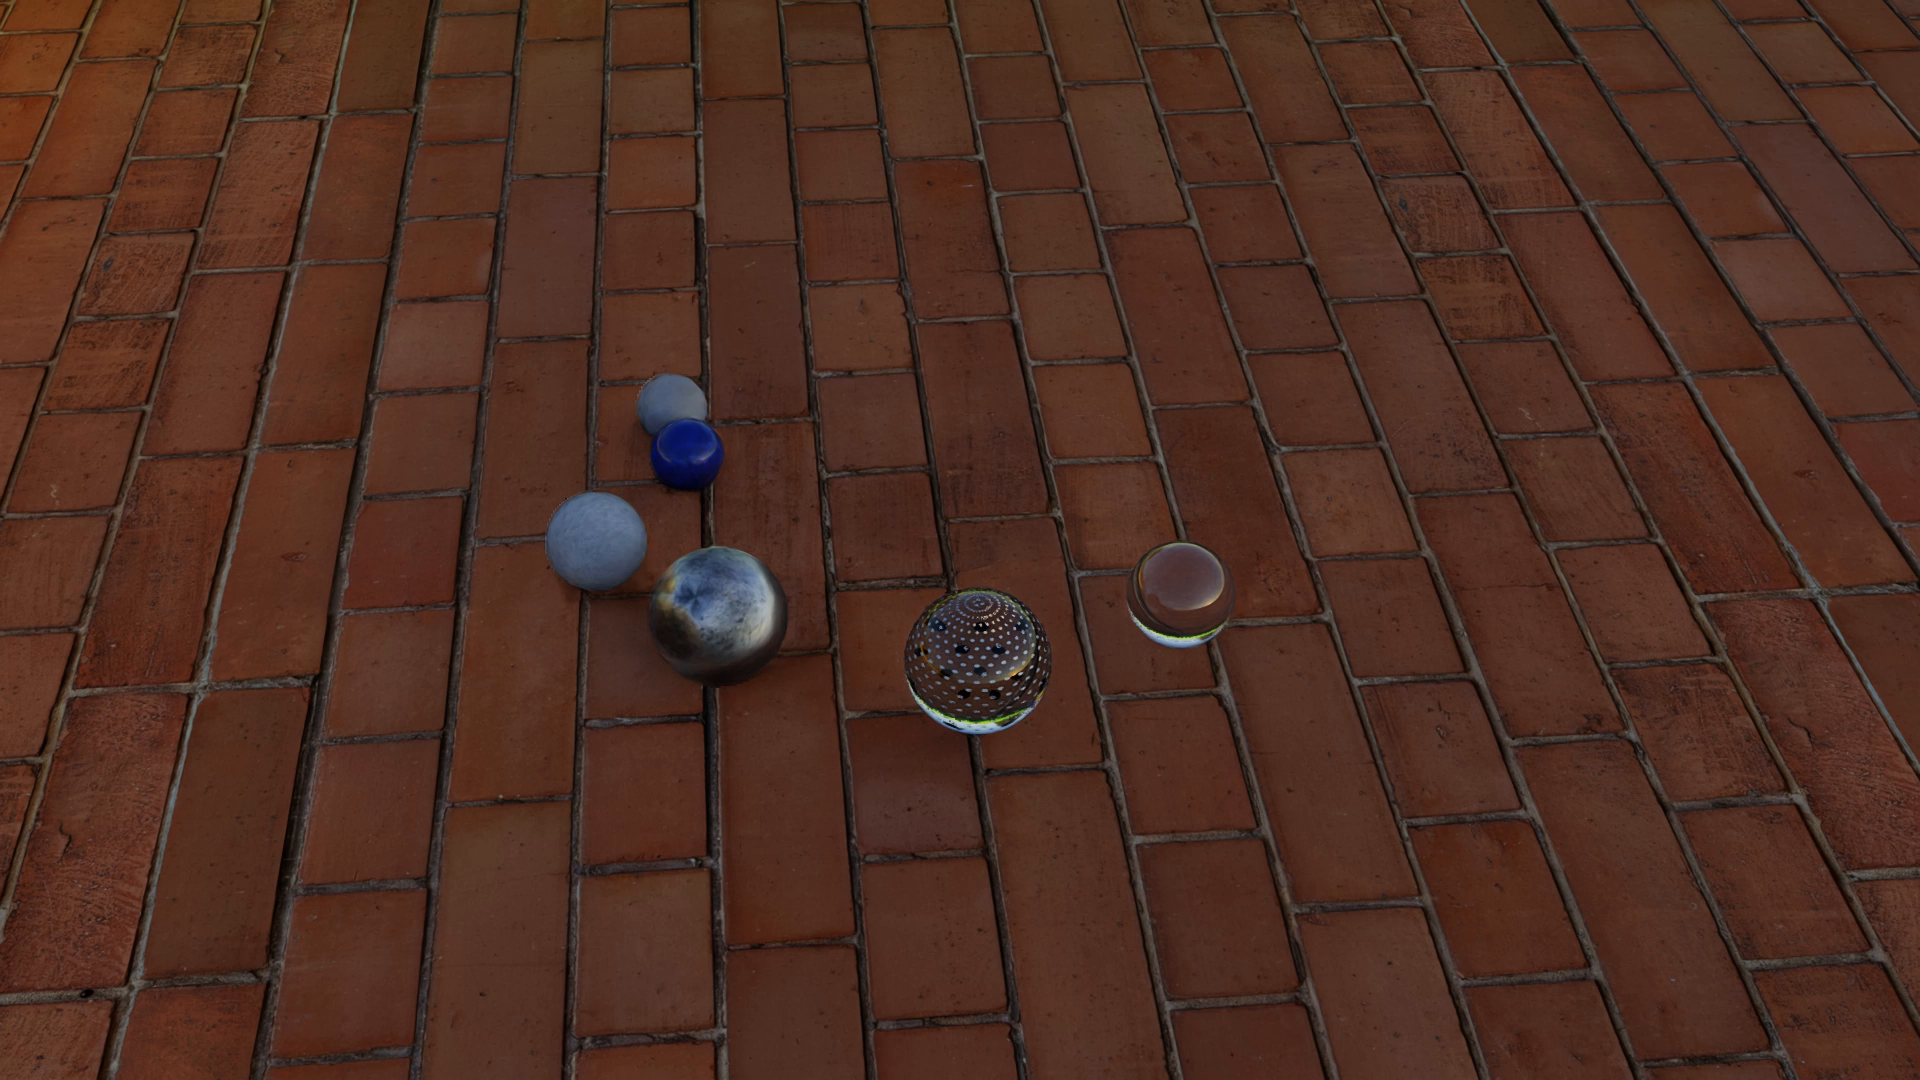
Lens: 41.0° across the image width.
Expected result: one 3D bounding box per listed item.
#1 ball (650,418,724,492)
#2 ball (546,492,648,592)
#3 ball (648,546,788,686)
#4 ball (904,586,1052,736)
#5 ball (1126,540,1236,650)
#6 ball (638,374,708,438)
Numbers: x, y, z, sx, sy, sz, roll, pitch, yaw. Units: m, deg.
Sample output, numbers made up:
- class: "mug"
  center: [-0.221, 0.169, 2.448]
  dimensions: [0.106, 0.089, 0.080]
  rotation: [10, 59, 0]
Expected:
- class: "ball"
  center: [-0.180, -0.057, 1.698]
  dimensions: [0.048, 0.048, 0.048]
  rotation: [0, 36, 0]
- class: "ball"
  center: [-0.227, 0.001, 1.608]
  dimensions: [0.062, 0.062, 0.062]
  rotation: [0, 36, 0]
- class: "ball"
  center: [-0.144, 0.045, 1.530]
  dimensions: [0.083, 0.083, 0.083]
  rotation: [0, 36, 0]
- class: "ball"
  center: [0.010, 0.070, 1.493]
  dimensions: [0.086, 0.086, 0.086]
  rotation: [0, 36, 0]
- class: "ball"
  center: [0.134, 0.033, 1.561]
  dimensions: [0.066, 0.066, 0.066]
  rotation: [0, 36, 0]
- class: "ball"
  center: [-0.195, -0.089, 1.743]
  dimensions: [0.047, 0.047, 0.047]
  rotation: [0, 36, 0]
